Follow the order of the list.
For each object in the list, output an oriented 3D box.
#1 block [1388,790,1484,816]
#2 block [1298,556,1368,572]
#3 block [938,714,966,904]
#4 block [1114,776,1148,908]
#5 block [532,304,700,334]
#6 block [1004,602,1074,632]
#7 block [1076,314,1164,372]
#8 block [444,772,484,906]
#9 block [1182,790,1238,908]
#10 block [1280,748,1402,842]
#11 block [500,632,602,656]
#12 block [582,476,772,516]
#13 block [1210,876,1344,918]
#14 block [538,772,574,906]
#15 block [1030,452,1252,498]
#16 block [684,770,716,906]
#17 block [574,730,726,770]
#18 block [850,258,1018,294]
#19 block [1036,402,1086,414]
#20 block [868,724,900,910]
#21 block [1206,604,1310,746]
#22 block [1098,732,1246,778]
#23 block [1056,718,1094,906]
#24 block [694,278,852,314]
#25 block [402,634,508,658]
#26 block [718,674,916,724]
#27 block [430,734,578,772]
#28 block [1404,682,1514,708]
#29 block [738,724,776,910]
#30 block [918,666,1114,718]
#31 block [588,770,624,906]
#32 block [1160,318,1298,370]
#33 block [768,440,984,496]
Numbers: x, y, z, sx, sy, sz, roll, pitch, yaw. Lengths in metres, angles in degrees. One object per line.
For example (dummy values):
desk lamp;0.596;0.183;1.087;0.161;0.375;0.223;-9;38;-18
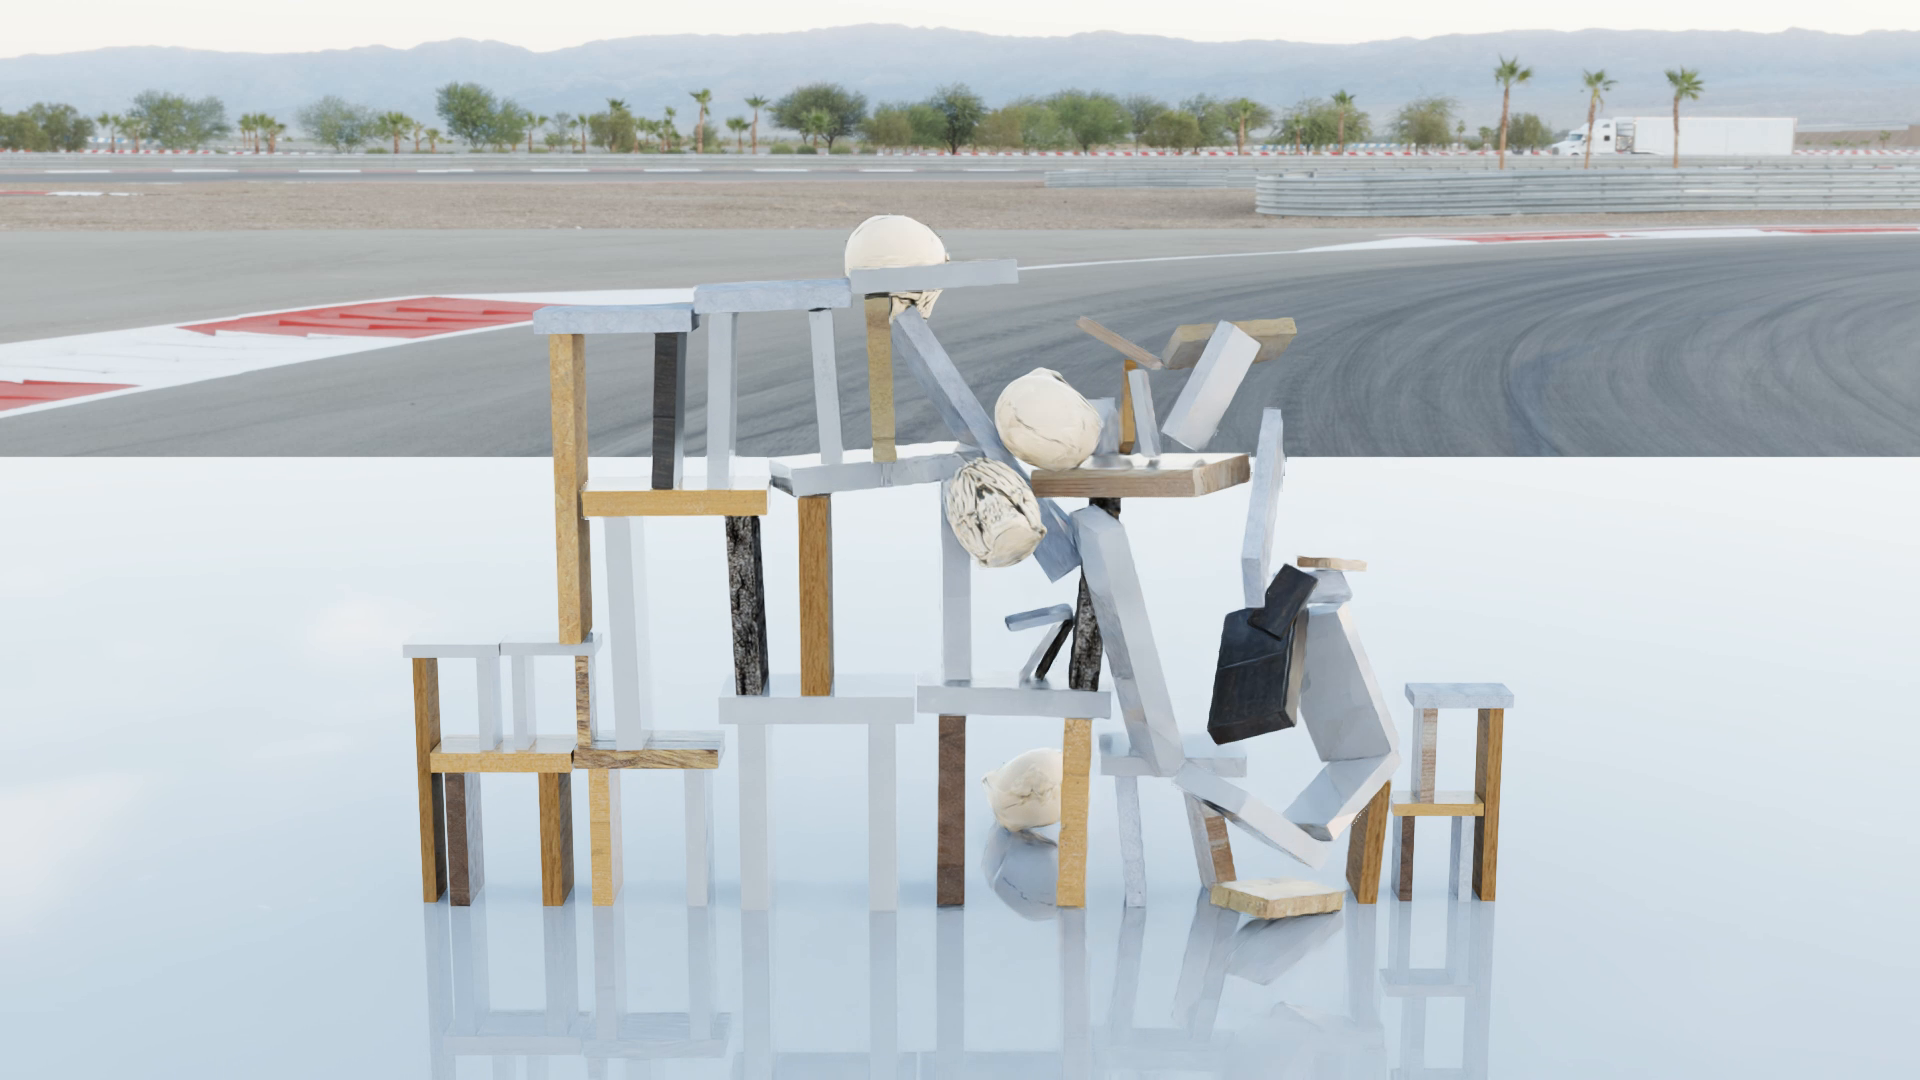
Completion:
block;0.785;0.436;3.641;0.147;0.021;0.073;0;11;0
block;0.593;0.038;3.498;0.059;0.017;0.118;2;-2;40
block;-0.014;0.429;3.650;0.044;0.314;0.157;0;7;0
block;0.281;0.474;3.630;0.033;0.234;0.117;-5;14;5
block;-0.544;-0.352;3.499;0.247;0.035;0.123;-1;11;0
block;0.130;0.127;3.610;0.107;0.015;0.054;-12;12;-4
block;0.256;-0.315;3.516;0.138;0.020;0.069;32;9;21
block;-0.820;0.479;3.644;0.032;0.228;0.114;0;11;0
block;0.410;0.475;3.634;0.033;0.234;0.117;-14;14;-8
block;0.610;0.406;3.540;0.108;0.031;0.217;-6;26;48
block;-0.665;0.169;3.586;0.152;0.022;0.076;0;11;0
block;-0.454;-0.071;3.550;0.292;0.041;0.146;-1;10;-2
block;0.513;0.576;3.550;0.108;0.031;0.217;10;3;42
block;-0.669;0.479;3.644;0.032;0.228;0.114;0;11;0
block;0.286;-0.103;3.496;0.315;0.045;0.157;1;11;41
block;-0.431;0.476;3.647;0.033;0.233;0.117;0;11;0
block;-0.509;0.345;3.622;0.233;0.033;0.117;0;11;0
block;-0.043;-0.420;3.496;0.260;0.037;0.130;-4;8;-2
block;0.185;-0.229;3.840;0.096;0.014;0.048;-5;5;-13
block;-0.126;0.436;3.638;0.044;0.314;0.157;0;11;0
block;0.468;0.200;3.436;0.131;0.037;0.263;-18;34;27
block;0.343;0.349;3.575;0.234;0.033;0.117;1;14;2
block;0.192;0.432;3.648;0.044;0.314;0.157;3;9;4
block;-0.295;-0.388;3.490;0.246;0.035;0.123;-3;12;-3
block;-0.822;0.172;3.587;0.155;0.022;0.077;0;11;0
block;-0.231;0.260;3.605;0.314;0.044;0.157;0;10;0
block;-0.744;0.351;3.621;0.228;0.032;0.114;0;11;0
block;0.819;0.255;3.610;0.161;0.023;0.081;0;11;0
block;-0.335;0.436;3.638;0.044;0.314;0.157;0;10;0
block;0.094;0.250;3.633;0.314;0.044;0.157;1;9;5
block;-0.587;0.476;3.647;0.033;0.233;0.117;0;11;0
block;0.430;-0.314;3.521;0.195;0.028;0.098;-6;-21;-14
block;-0.138;-0.118;3.603;0.320;0.045;0.160;-6;10;-17
